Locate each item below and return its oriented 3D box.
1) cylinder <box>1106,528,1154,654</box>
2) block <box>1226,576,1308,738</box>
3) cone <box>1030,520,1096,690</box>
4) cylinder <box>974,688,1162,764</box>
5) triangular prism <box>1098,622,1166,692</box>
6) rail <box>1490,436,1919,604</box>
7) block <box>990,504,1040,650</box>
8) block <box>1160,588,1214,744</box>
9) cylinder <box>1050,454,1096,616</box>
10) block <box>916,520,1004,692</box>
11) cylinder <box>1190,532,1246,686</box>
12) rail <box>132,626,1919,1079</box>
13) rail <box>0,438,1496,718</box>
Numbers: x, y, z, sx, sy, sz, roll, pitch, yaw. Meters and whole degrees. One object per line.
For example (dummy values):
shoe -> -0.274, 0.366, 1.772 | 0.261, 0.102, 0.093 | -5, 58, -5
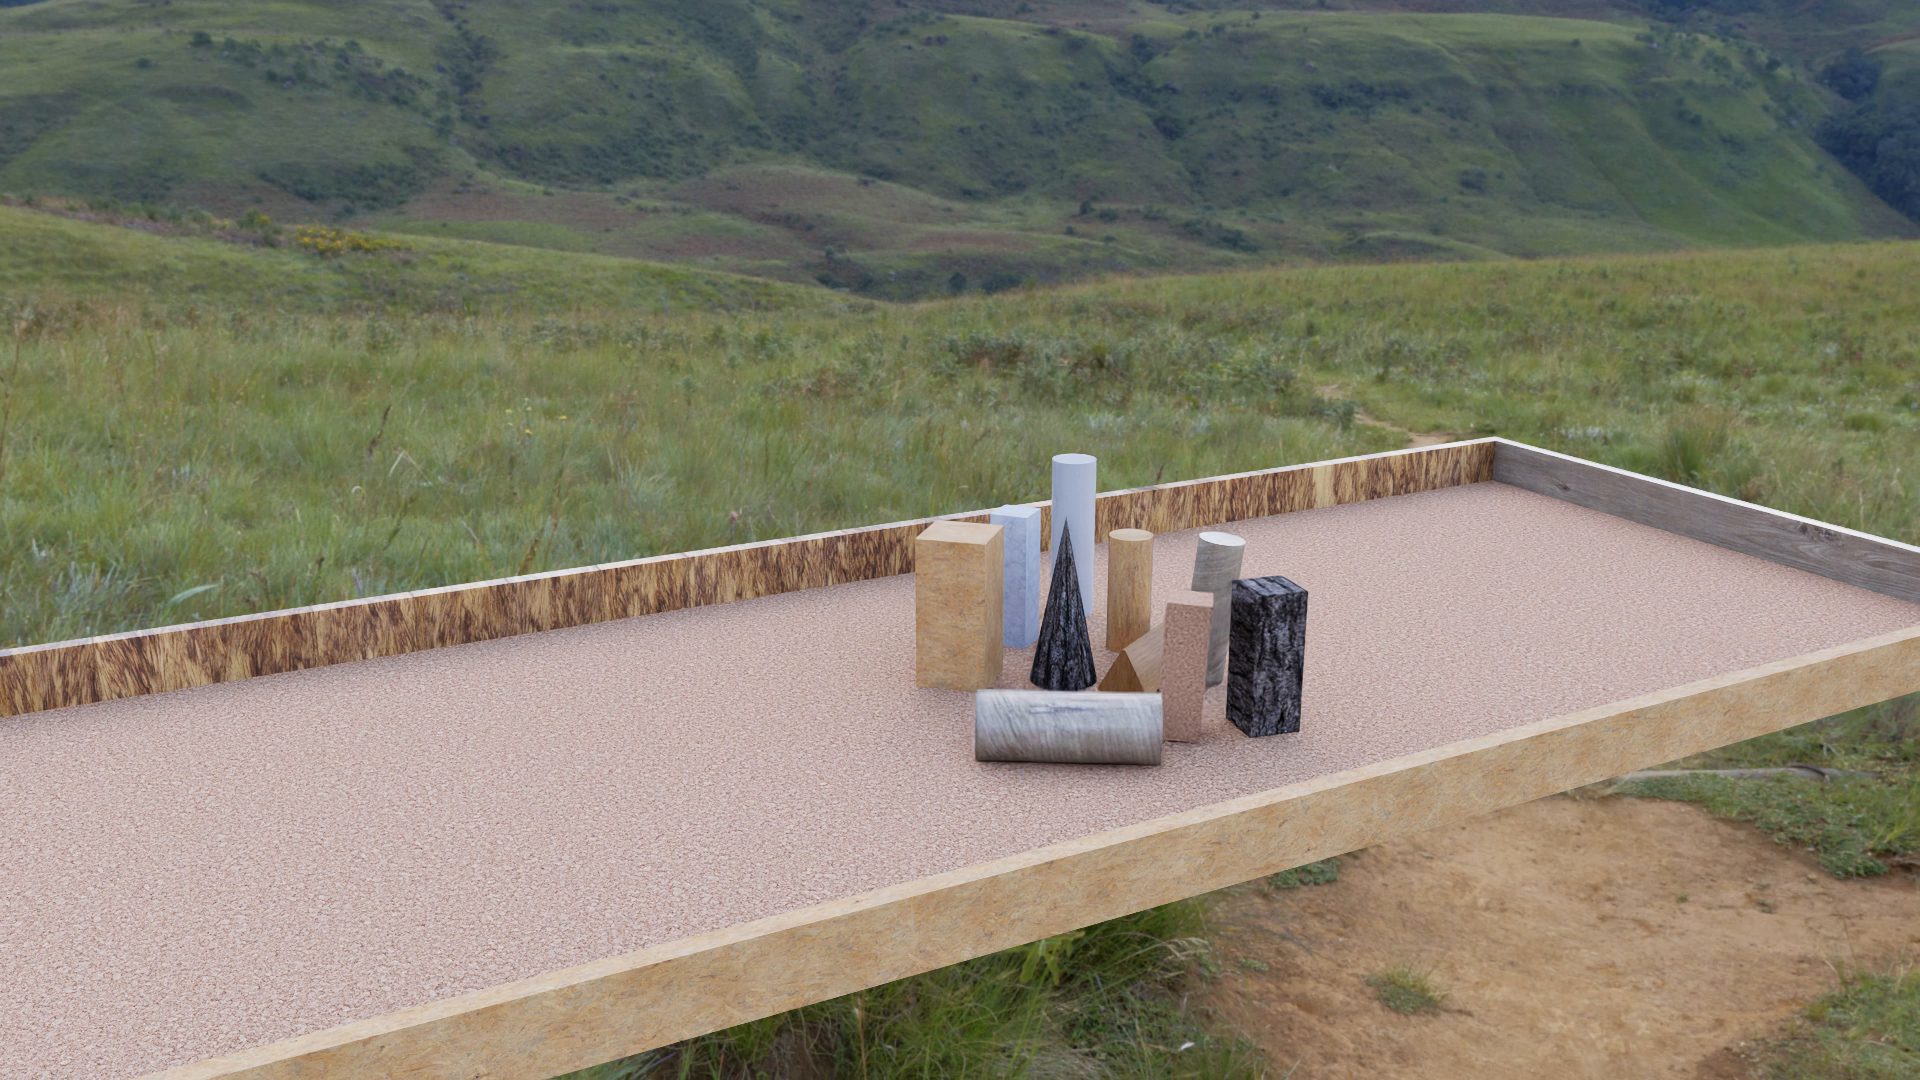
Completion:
cylinder -> 0.446, 0.135, 4.343 | 0.115, 0.310, 0.115 | 0, 16, 0
block -> 0.710, 0.269, 3.829 | 0.127, 0.344, 0.127 | -5, 17, -17
cone -> 0.261, 0.145, 4.103 | 0.169, 0.427, 0.169 | 0, 16, 0
cylinder -> 0.240, 0.414, 3.664 | 0.407, 0.158, 0.158 | 1, 16, 3
triangular prism -> 0.490, 0.280, 4.185 | 0.134, 0.116, 0.360 | 9, 19, 29
rail -> 2.466, -0.048, 5.253 | 0.050, 0.150, 2.100 | -9, 18, -27
block -> 0.147, 0.097, 4.383 | 0.101, 0.361, 0.101 | 7, 18, 23
block -> 0.513, 0.289, 3.774 | 0.101, 0.332, 0.101 | 5, 17, 9
cylinder -> 0.315, -0.011, 4.607 | 0.122, 0.443, 0.122 | 0, 16, 0
block -> 0.001, 0.164, 4.117 | 0.176, 0.383, 0.176 | 5, 17, 16
cylinder -> 0.624, 0.171, 4.103 | 0.114, 0.367, 0.114 | 6, 17, -2
rail -> -2.336, 1.006, 1.665 | 12.000, 0.150, 0.050 | -9, 18, -27
rail -> -3.305, 0.497, 3.399 | 12.000, 0.150, 0.050 | -9, 18, -27
